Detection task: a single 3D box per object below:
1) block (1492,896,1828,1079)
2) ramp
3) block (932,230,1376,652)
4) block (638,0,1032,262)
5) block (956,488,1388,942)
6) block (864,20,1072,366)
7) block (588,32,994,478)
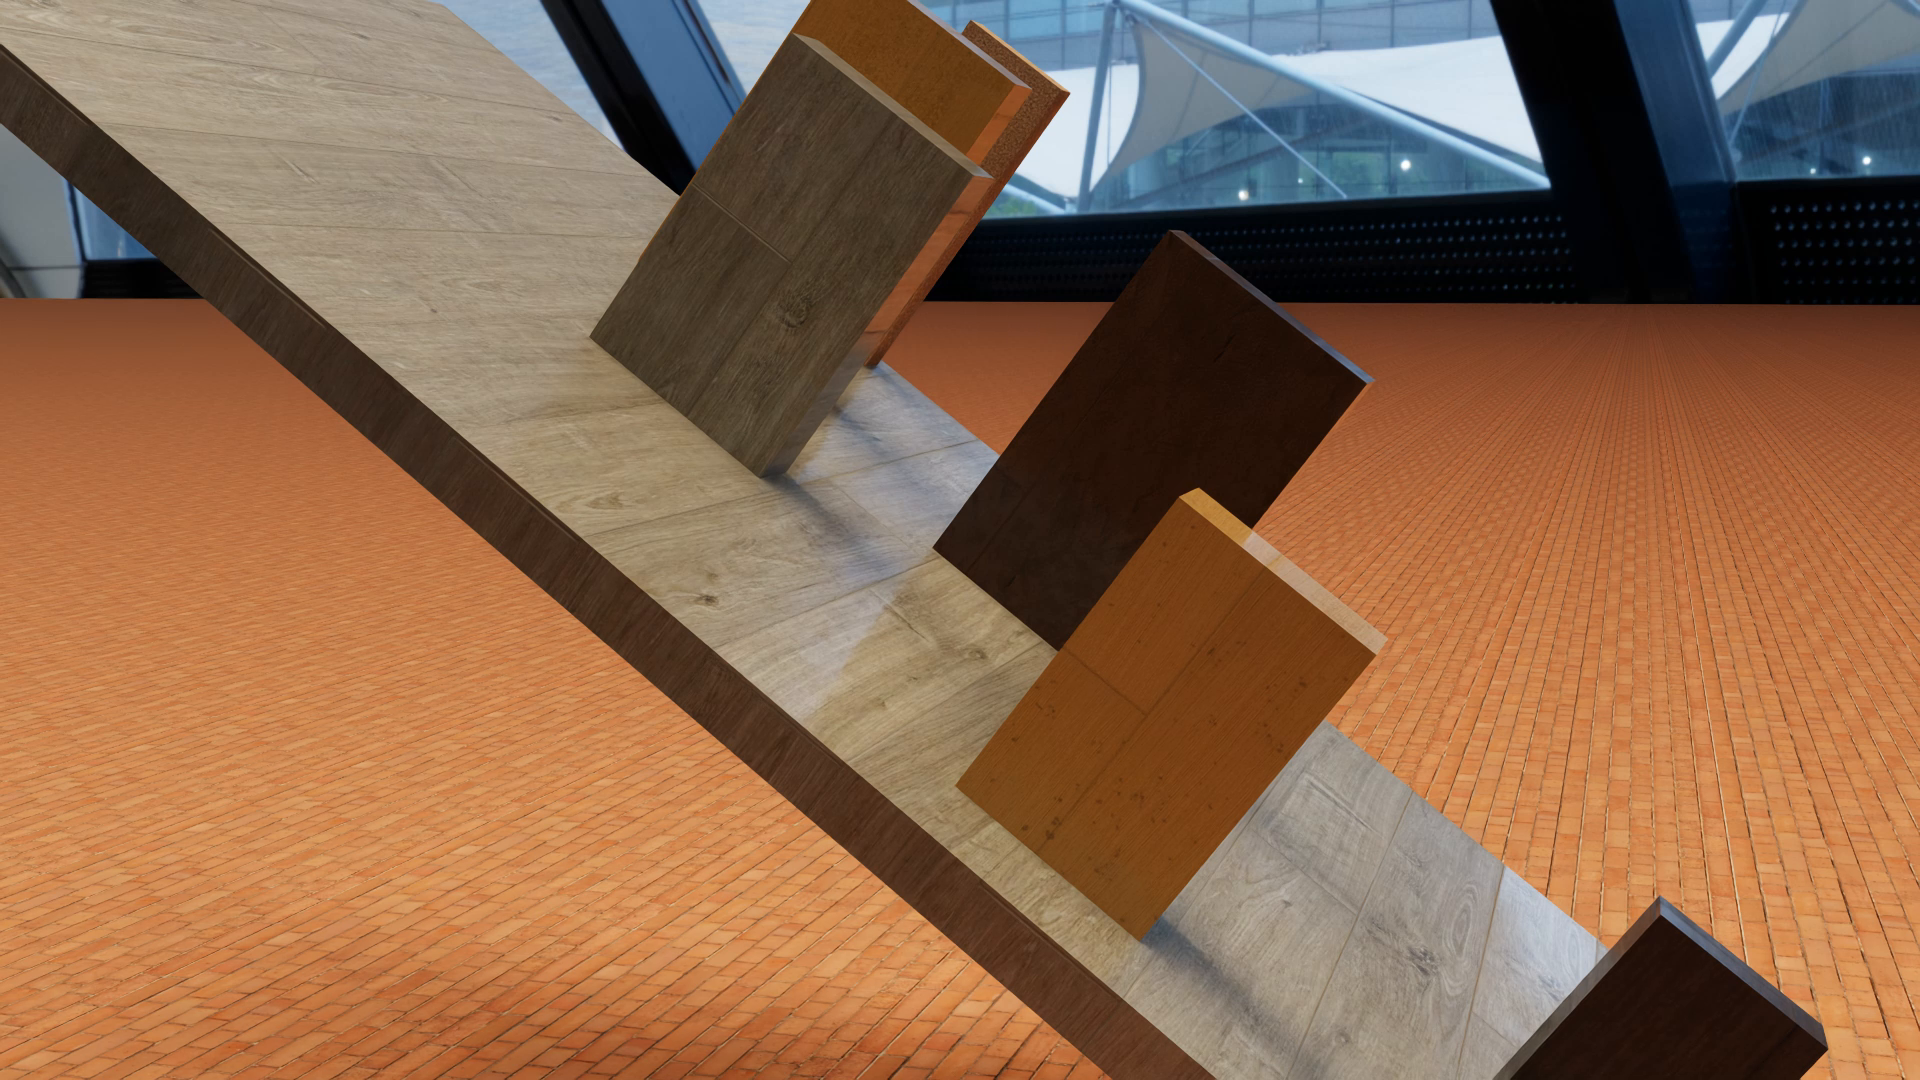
[{"bbox_3d":[1.010,0.809,3.279,0.295,0.465,0.106,39,16,9],"label":"block"},{"bbox_3d":[-0.050,0.108,4.063,4.000,0.100,2.000,39,16,9],"label":"ramp"},{"bbox_3d":[0.351,-0.138,4.064,0.449,0.740,0.132,39,16,9],"label":"block"},{"bbox_3d":[-0.259,-0.734,4.439,0.440,0.754,0.125,39,16,9],"label":"block"},{"bbox_3d":[0.305,0.252,3.210,0.351,0.549,0.146,39,16,9],"label":"block"},{"bbox_3d":[-0.083,-0.766,4.907,0.257,0.753,0.084,39,16,9],"label":"block"},{"bbox_3d":[-0.300,-0.493,3.855,0.406,0.650,0.126,39,16,9],"label":"block"}]
